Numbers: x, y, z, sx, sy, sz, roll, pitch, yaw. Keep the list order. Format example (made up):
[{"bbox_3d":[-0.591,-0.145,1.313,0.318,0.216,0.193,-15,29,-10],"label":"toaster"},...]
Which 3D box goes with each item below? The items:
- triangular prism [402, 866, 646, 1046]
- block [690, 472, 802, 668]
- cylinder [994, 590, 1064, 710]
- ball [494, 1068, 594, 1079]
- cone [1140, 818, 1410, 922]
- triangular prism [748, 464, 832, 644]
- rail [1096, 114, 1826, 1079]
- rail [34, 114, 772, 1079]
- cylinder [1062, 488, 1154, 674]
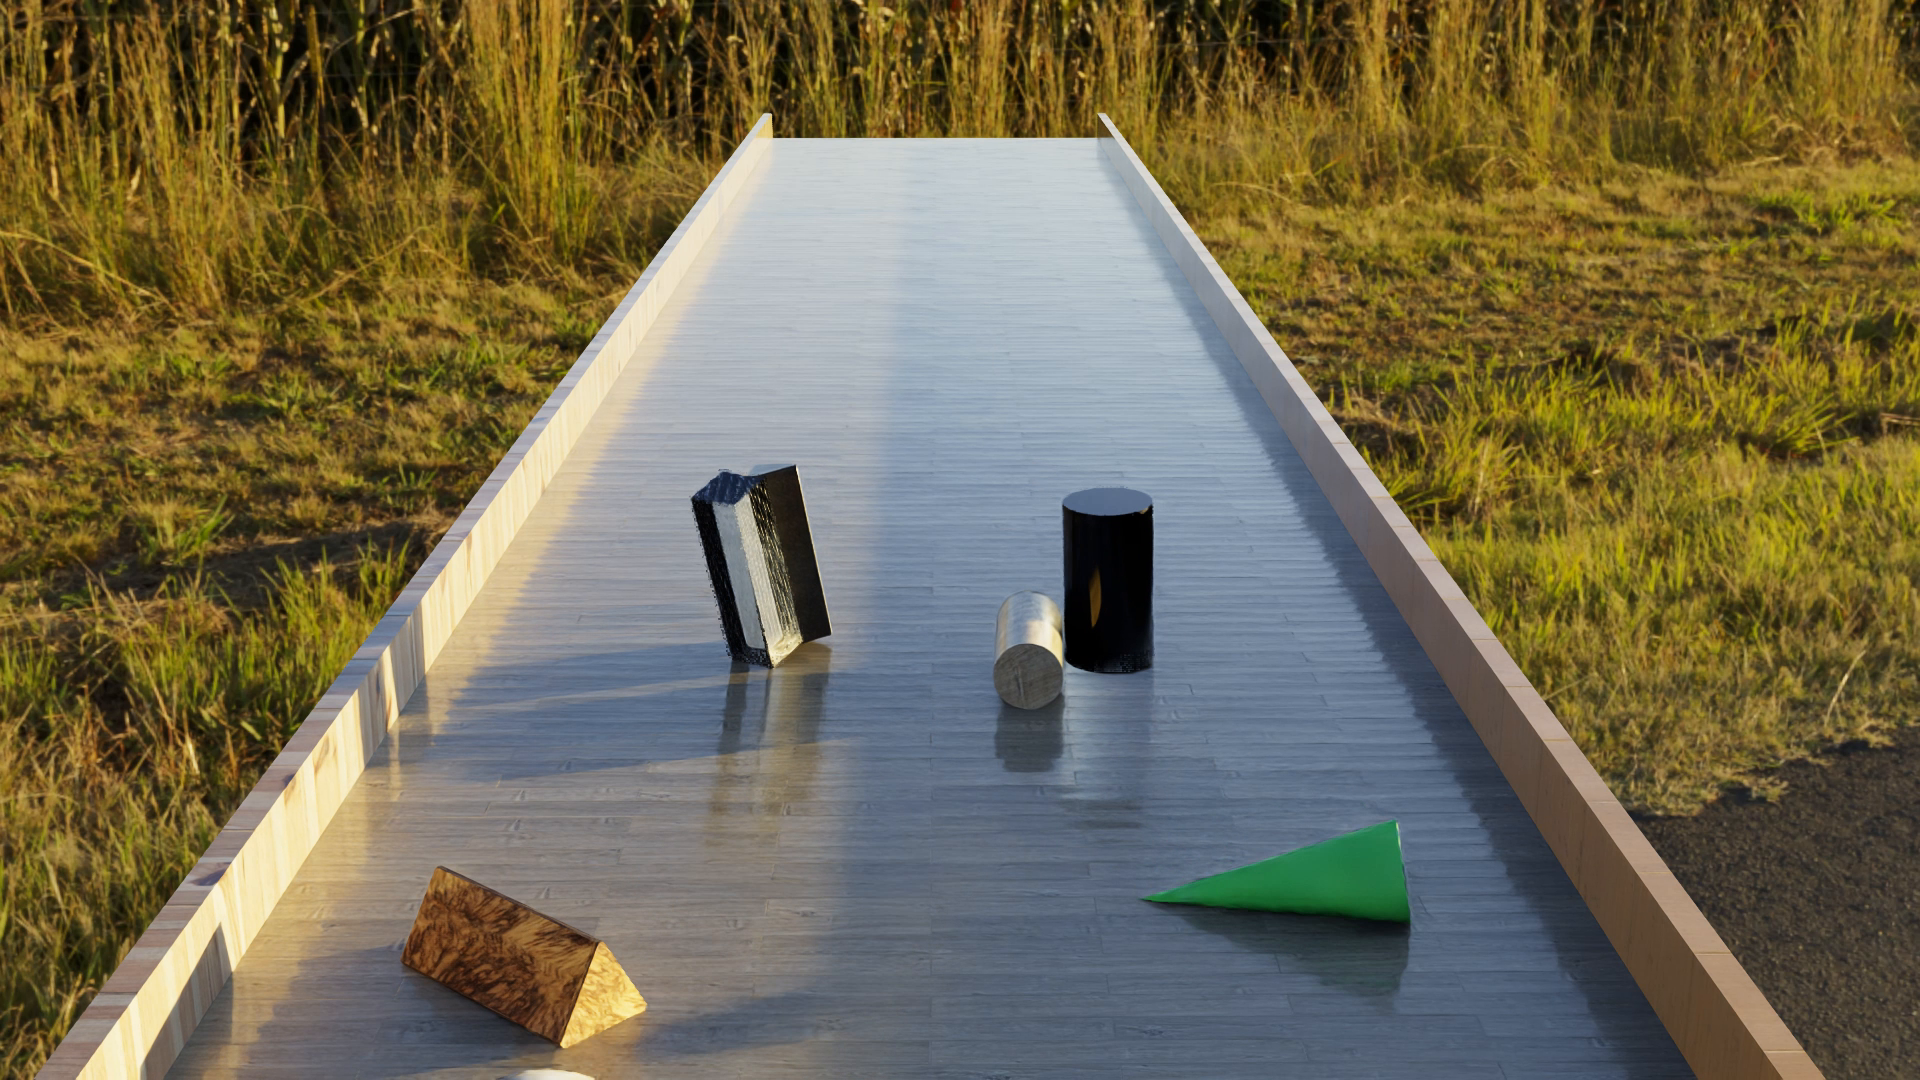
[{"bbox_3d":[-0.619,0.566,3.086,0.364,0.127,0.147,14,21,39],"label":"triangular prism"},{"bbox_3d":[-0.418,0.061,4.332,0.103,0.379,0.103,10,36,31],"label":"block"},{"bbox_3d":[0.134,0.210,4.288,0.132,0.132,0.325,1,17,2],"label":"cylinder"},{"bbox_3d":[-0.452,0.709,2.366,0.272,0.272,0.272,0,17,0],"label":"ball"},{"bbox_3d":[0.468,0.523,3.333,0.404,0.155,0.155,-8,15,11],"label":"cone"},{"bbox_3d":[-0.363,0.027,4.491,0.108,0.364,0.094,-17,16,-22],"label":"triangular prism"},{"bbox_3d":[0.932,-0.844,7.801,0.050,0.150,12.000,0,17,-1],"label":"rail"},{"bbox_3d":[-1.118,-0.838,7.780,0.050,0.150,12.000,0,17,-1],"label":"rail"},{"bbox_3d":[0.295,0.079,4.371,0.178,0.328,0.178,-2,19,1],"label":"cylinder"}]
